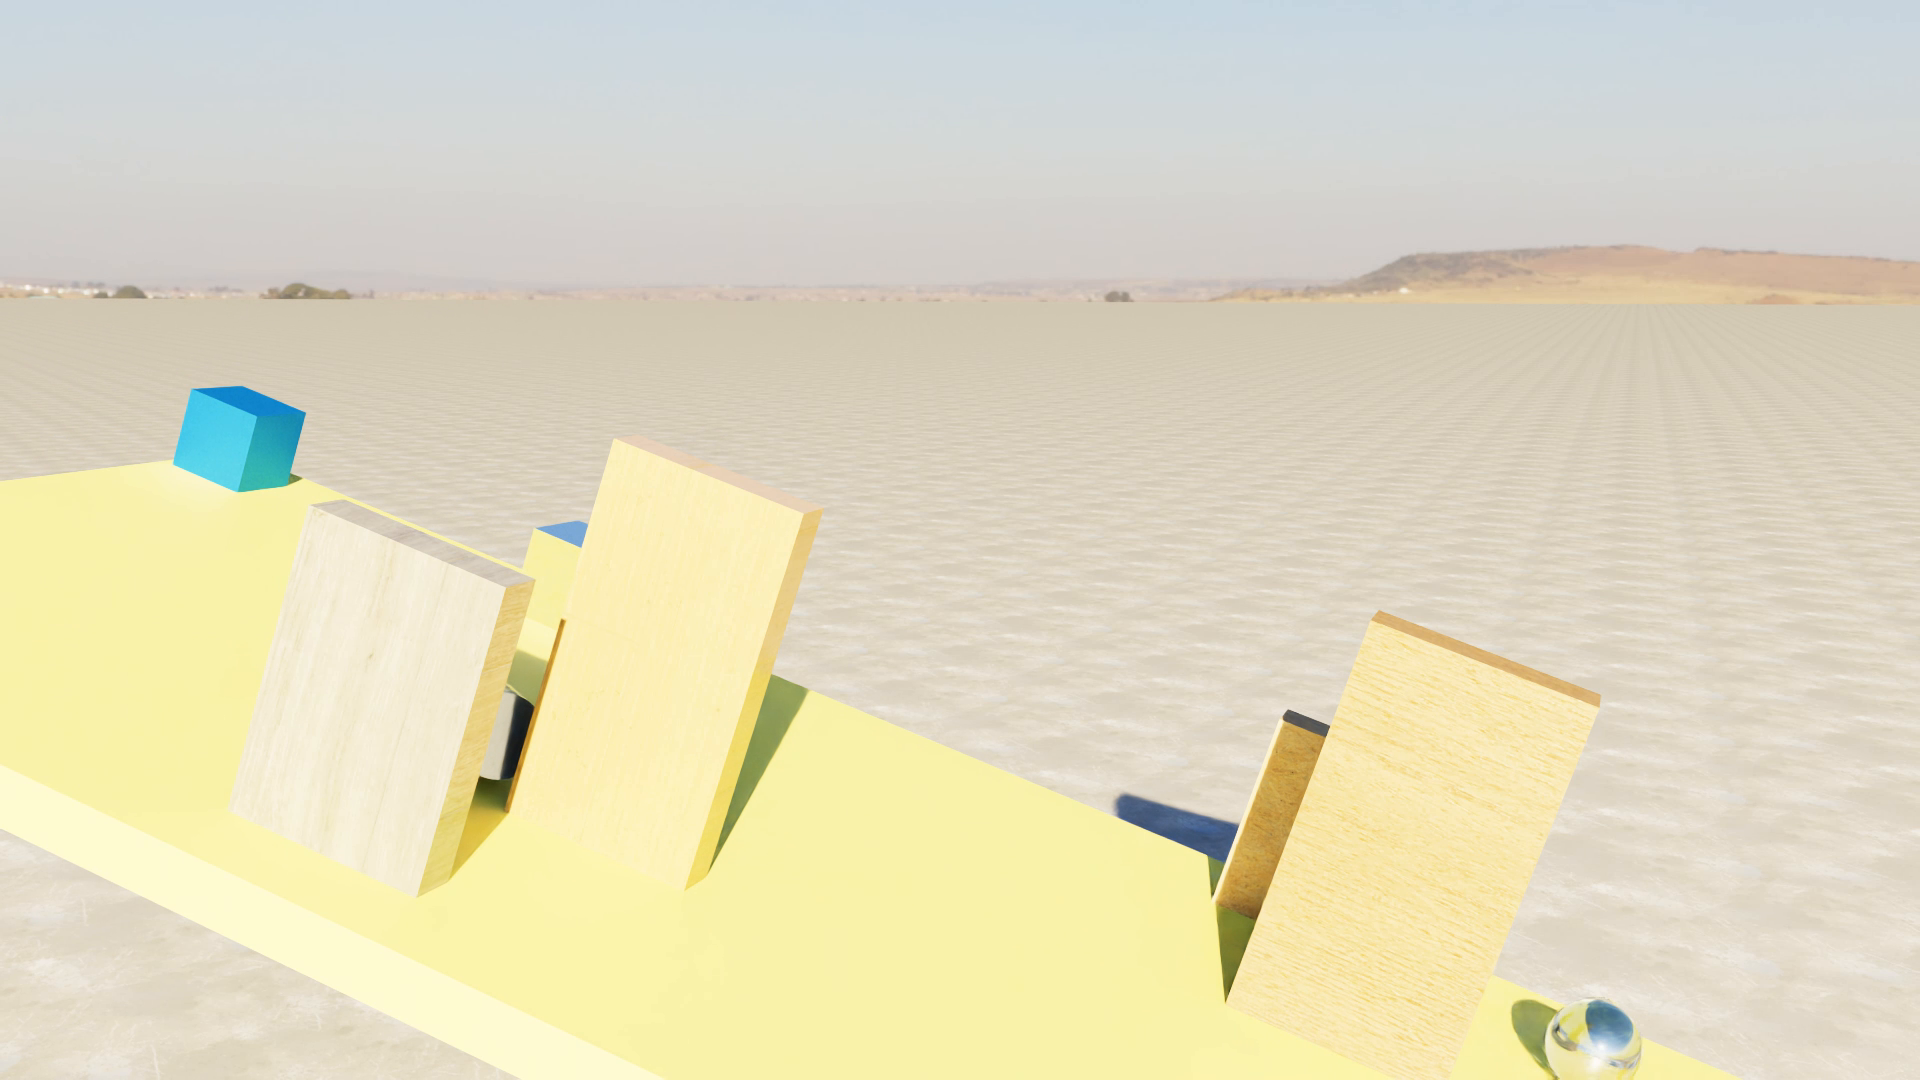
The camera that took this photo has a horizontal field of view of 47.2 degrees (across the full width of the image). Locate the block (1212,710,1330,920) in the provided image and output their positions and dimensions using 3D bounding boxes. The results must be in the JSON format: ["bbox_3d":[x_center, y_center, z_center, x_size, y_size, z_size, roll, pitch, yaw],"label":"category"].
[{"bbox_3d":[0.776,0.629,4.679,0.340,0.429,0.117,21,12,14],"label":"block"}]

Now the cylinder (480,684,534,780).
[{"bbox_3d":[-0.863,0.348,4.066,0.160,0.160,0.160,-3,7,-22],"label":"cylinder"}]

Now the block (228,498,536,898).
[{"bbox_3d":[-0.936,0.253,3.547,0.366,0.537,0.099,21,12,14],"label":"block"}]

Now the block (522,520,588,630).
[{"bbox_3d":[-0.884,0.094,5.137,0.205,0.205,0.205,22,12,16],"label":"block"}]

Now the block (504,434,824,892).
[{"bbox_3d":[-0.529,0.216,3.890,0.371,0.715,0.098,21,12,14],"label":"block"}]

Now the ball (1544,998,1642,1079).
[{"bbox_3d":[1.246,0.997,4.326,0.185,0.185,0.185,0,7,0],"label":"ball"}]

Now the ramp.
[{"bbox_3d":[-0.346,0.643,4.219,4.000,0.100,2.000,21,12,14],"label":"ramp"}]

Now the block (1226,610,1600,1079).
[{"bbox_3d":[0.839,0.583,4.101,0.429,0.794,0.130,21,12,14],"label":"block"}]

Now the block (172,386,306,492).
[{"bbox_3d":[-1.763,-0.249,5.383,0.195,0.195,0.195,22,12,15],"label":"block"}]
